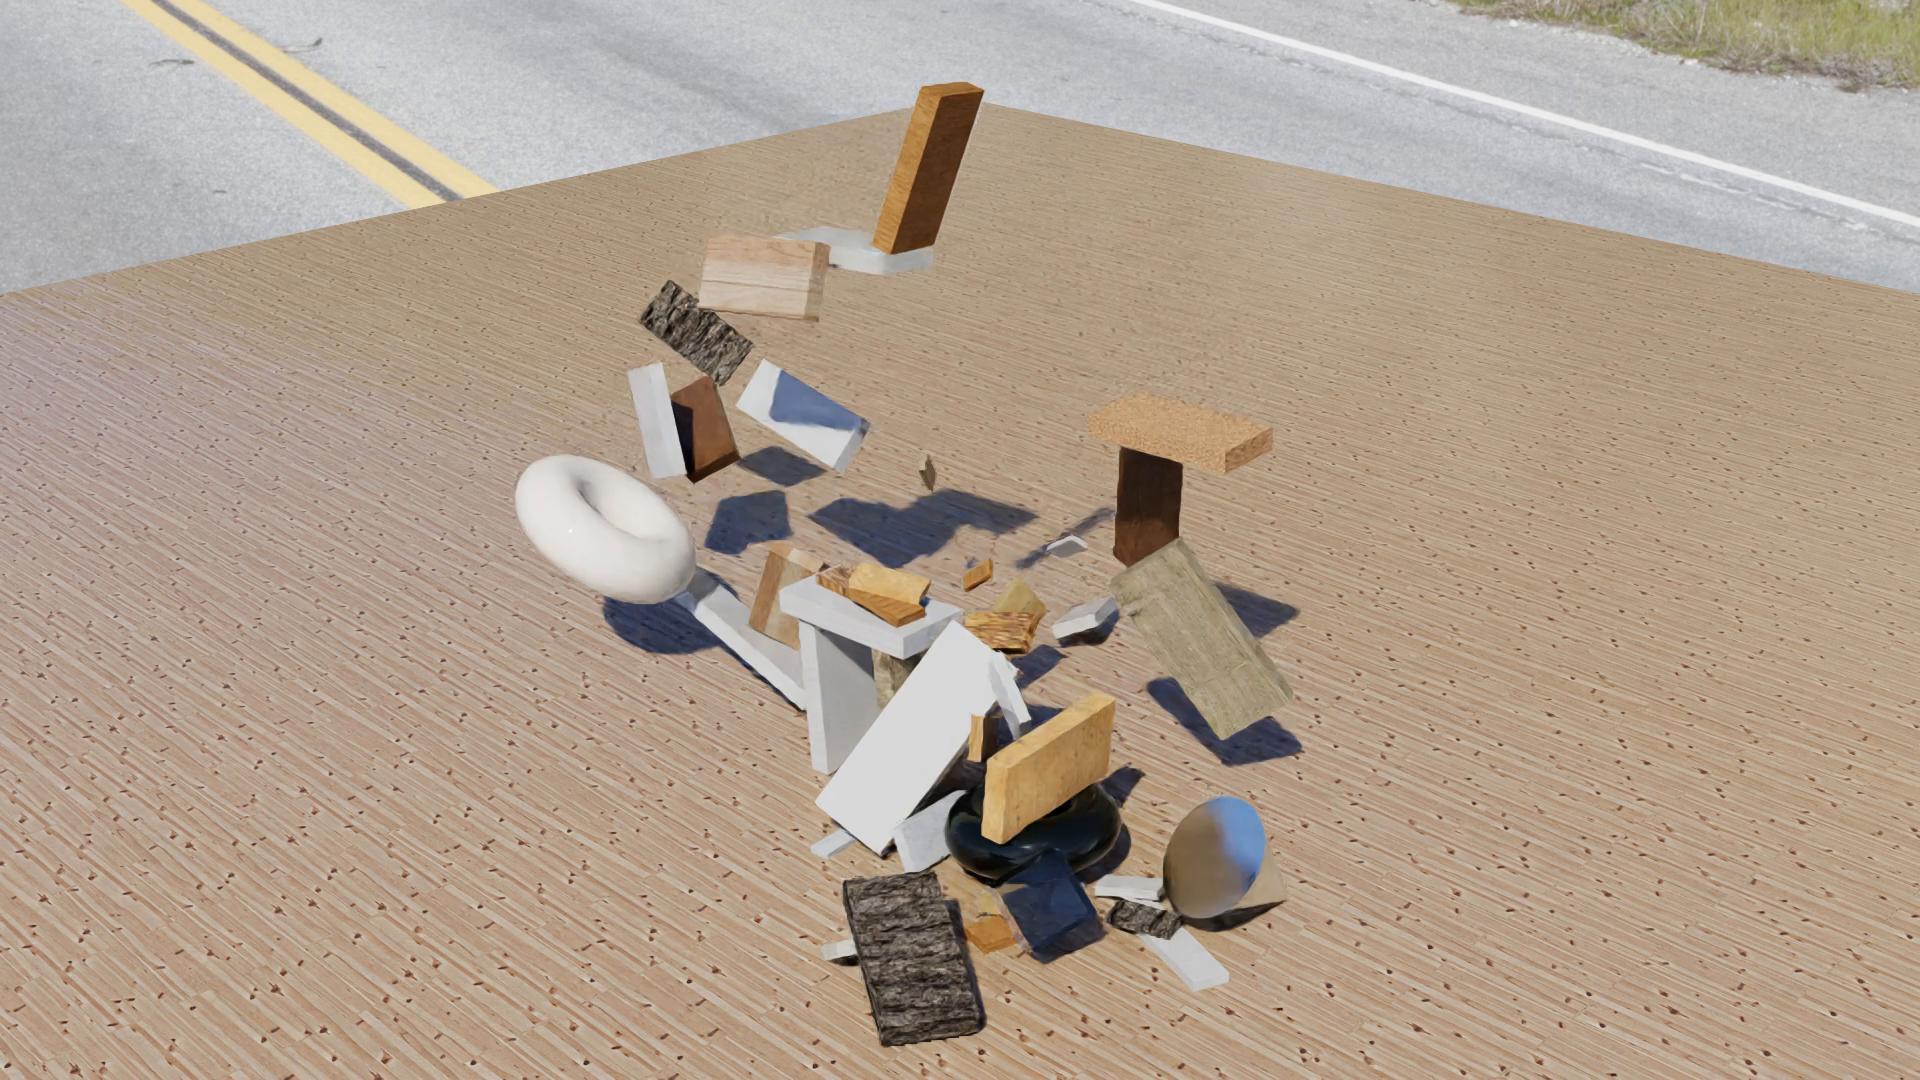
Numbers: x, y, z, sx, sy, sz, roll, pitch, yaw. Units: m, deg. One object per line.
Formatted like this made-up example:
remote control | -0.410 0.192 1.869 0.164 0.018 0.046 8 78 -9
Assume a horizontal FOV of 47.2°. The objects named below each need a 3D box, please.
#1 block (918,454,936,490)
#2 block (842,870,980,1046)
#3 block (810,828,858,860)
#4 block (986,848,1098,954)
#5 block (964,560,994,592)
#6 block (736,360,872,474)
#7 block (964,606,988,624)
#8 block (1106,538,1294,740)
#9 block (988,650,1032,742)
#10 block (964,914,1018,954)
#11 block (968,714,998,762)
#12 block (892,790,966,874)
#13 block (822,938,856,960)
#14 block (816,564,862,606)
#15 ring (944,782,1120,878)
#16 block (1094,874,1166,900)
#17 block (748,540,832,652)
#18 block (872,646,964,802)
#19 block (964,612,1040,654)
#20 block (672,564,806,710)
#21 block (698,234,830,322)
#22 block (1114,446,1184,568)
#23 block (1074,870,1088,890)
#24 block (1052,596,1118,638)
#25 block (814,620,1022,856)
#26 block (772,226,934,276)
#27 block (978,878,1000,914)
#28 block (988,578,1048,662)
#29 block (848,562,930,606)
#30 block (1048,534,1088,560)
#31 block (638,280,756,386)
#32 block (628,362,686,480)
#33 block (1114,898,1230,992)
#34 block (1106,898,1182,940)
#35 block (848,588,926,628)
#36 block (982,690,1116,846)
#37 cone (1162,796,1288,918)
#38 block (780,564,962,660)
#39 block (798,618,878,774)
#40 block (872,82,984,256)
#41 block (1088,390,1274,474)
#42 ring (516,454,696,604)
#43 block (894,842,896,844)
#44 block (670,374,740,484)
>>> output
block | -0.076 -0.159 5.133 0.013 0.092 0.046 3 63 15
block | -0.089 0.725 3.843 0.167 0.047 0.335 -5 40 -13
block | -0.247 0.599 4.333 0.045 0.013 0.091 18 29 35
block | 0.145 0.647 3.953 0.133 0.133 0.133 -30 -3 -11
block | 0.043 0.084 5.146 0.013 0.092 0.046 29 47 -30
block | -0.372 -0.295 5.193 0.406 0.134 0.038 32 2 43
block | 0.048 0.261 4.855 0.106 0.211 0.030 11 4 -4
block | 0.484 0.201 4.418 0.172 0.397 0.049 -33 10 26
block | 0.094 0.301 4.183 0.023 0.083 0.166 -14 55 -13
block | 0.088 0.716 4.048 0.146 0.021 0.073 -13 26 -29
block | 0.043 0.368 4.055 0.023 0.083 0.166 4 -6 11
block | -0.047 0.570 4.291 0.027 0.096 0.192 -12 9 44
block | -0.143 0.721 3.963 0.192 0.027 0.096 -9 -10 -21
block | -0.220 0.092 4.500 0.074 0.021 0.148 -20 30 -38
ring | 0.139 0.548 4.228 0.343 0.114 0.343 -6 17 2
block | 0.324 0.656 4.155 0.126 0.018 0.063 0 13 25
block | -0.379 0.125 4.877 0.135 0.269 0.038 26 47 4
block | -0.083 0.360 4.467 0.173 0.346 0.049 -21 24 -41
block | 0.076 0.185 4.366 0.166 0.023 0.083 -3 55 39
block | -0.498 0.201 4.997 0.135 0.038 0.664 6 23 -48
block | -0.417 -0.556 4.652 0.322 0.161 0.046 10 2 40
block | 0.417 -0.071 4.881 0.049 0.345 0.172 -17 38 -25
block | 0.203 0.665 4.170 0.063 0.018 0.126 4 23 9
block | 0.294 0.181 5.187 0.106 0.030 0.211 -18 5 19
block | -0.081 0.387 4.306 0.167 0.450 0.047 37 -1 15
block | -0.230 -0.621 4.713 0.322 0.046 0.161 15 23 38
block | 0.119 0.650 4.145 0.096 0.027 0.192 3 20 25
block | 0.095 0.197 4.801 0.030 0.106 0.211 10 56 52
block | -0.141 0.087 4.416 0.148 0.021 0.074 14 30 12
block | 0.246 0.016 5.027 0.092 0.046 0.013 -25 41 51
block | -0.665 -0.522 5.550 0.267 0.134 0.038 38 3 -5
block | -0.729 -0.284 5.287 0.038 0.269 0.135 -15 5 -29
block | 0.384 0.731 4.011 0.073 0.021 0.290 -10 25 -23
block | 0.339 0.697 4.042 0.126 0.018 0.063 12 26 27
block | -0.147 0.123 4.394 0.074 0.021 0.148 -21 40 -40
block | 0.168 0.425 4.134 0.047 0.167 0.335 24 33 33
cone | 0.542 0.629 4.089 0.235 0.235 0.235 32 1 -37
block | -0.183 0.143 4.467 0.346 0.049 0.173 19 29 38
block | -0.244 0.299 4.610 0.049 0.346 0.173 14 26 42
block | -0.062 -0.707 4.182 0.046 0.322 0.161 30 27 21
block | 0.451 -0.223 4.520 0.345 0.049 0.172 18 32 37
ring | -0.794 -0.026 4.941 0.443 0.148 0.443 32 19 -12
block | -0.095 0.583 4.369 0.091 0.013 0.045 -21 31 -40
block | -0.638 -0.275 5.424 0.134 0.038 0.267 -27 52 6
